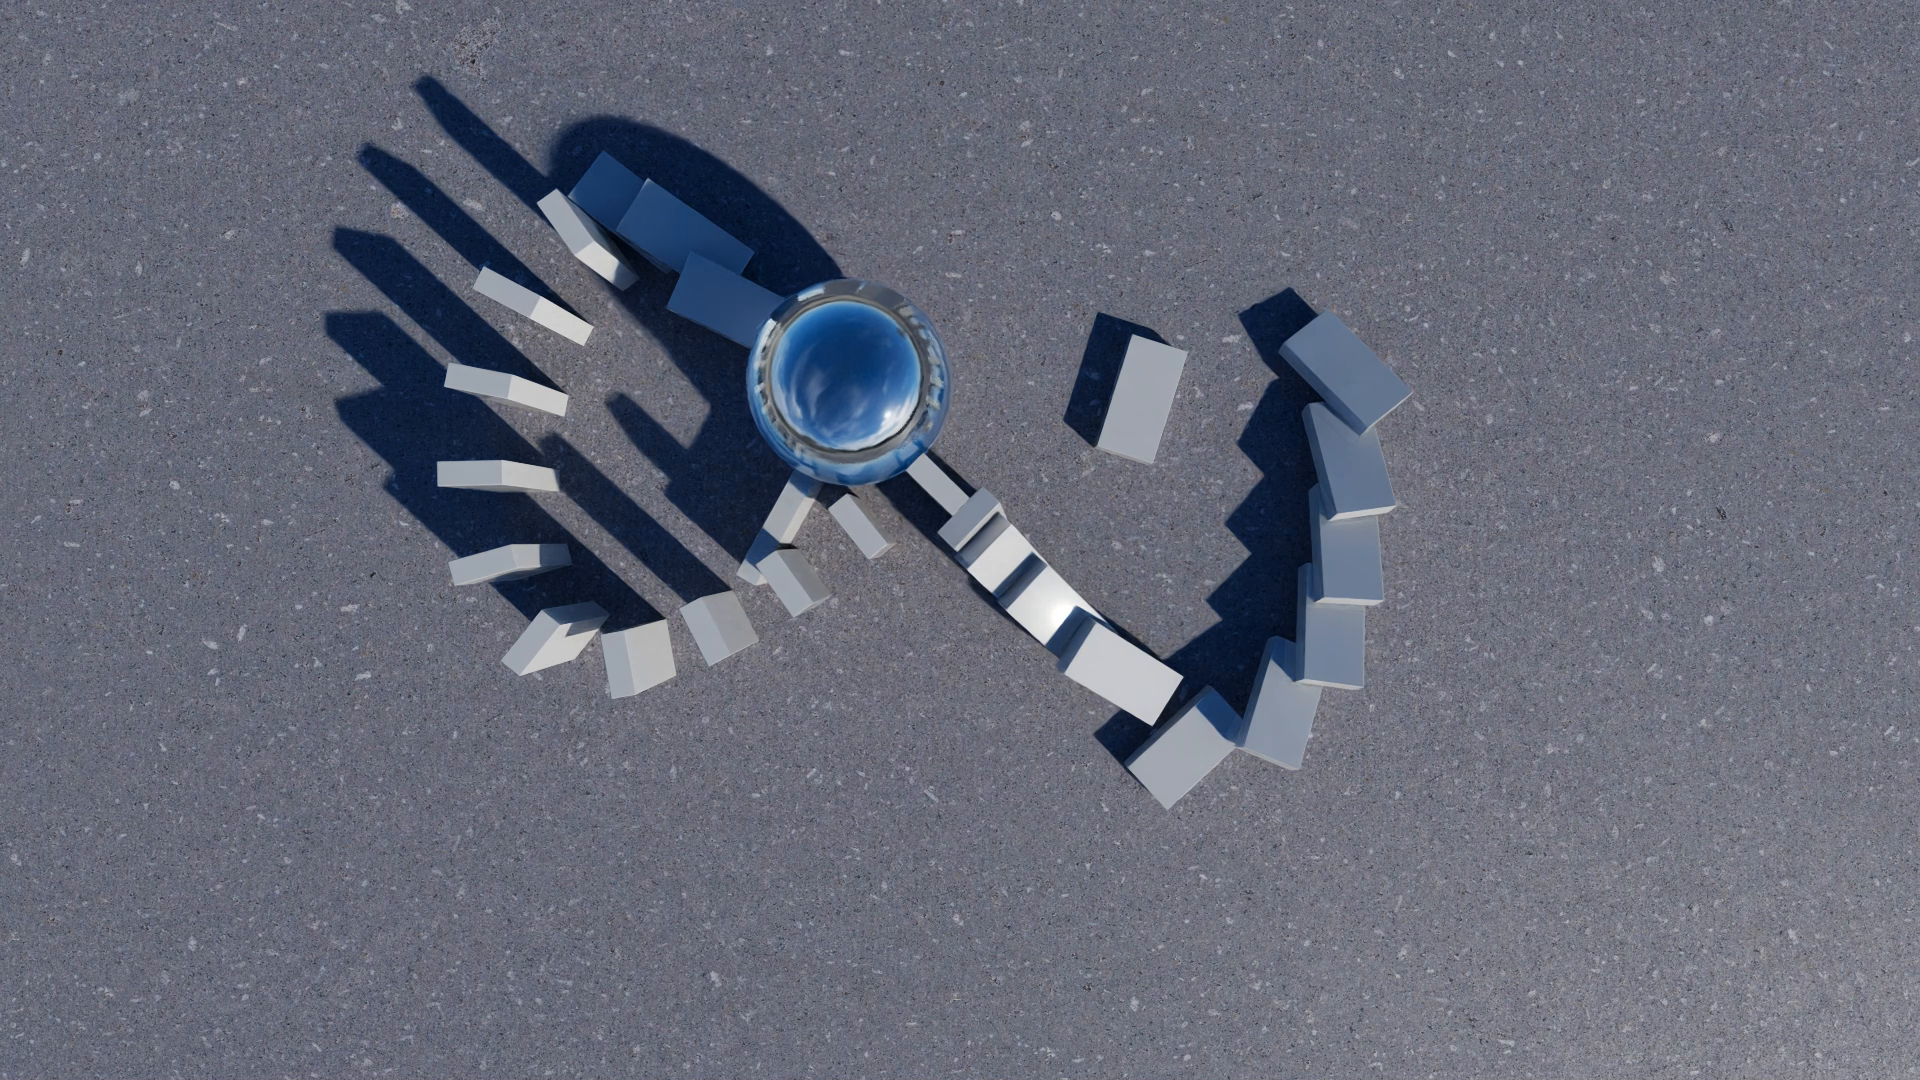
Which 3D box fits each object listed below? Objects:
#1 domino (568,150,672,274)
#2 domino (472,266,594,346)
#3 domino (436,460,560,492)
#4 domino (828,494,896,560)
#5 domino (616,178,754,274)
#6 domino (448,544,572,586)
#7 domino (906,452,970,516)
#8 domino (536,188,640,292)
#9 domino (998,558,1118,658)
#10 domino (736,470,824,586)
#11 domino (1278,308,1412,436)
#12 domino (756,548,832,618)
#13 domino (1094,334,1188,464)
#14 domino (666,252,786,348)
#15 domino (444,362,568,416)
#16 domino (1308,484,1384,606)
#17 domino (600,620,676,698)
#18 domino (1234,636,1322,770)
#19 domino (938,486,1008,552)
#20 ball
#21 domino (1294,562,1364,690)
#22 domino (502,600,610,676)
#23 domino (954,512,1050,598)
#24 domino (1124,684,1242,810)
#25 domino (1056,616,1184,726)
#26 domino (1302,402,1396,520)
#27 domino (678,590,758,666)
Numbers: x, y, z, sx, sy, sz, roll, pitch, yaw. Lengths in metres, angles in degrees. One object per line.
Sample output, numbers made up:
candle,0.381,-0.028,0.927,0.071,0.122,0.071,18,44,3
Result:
domino,-0.140,-0.141,0.395,0.050,0.010,0.025,38,90,0
domino,-0.173,-0.095,0.375,0.025,0.050,0.010,28,90,0
domino,-0.187,-0.026,0.375,0.025,0.050,0.010,-1,90,0
domino,-0.039,-0.005,0.375,0.010,0.050,0.025,-39,90,0
domino,-0.115,-0.126,0.387,0.050,0.009,0.025,32,92,-19
domino,-0.182,0.010,0.375,0.025,0.050,0.009,-16,90,0
domino,-0.008,-0.021,0.375,0.025,0.050,0.009,44,90,0
domino,-0.151,-0.121,0.375,0.010,0.050,0.025,-36,90,0
domino,0.041,0.033,0.384,0.025,0.010,0.050,-47,118,0
domino,-0.076,-0.005,0.388,0.010,0.025,0.050,29,90,0
domino,0.163,-0.071,0.388,0.025,0.010,0.050,-38,76,-5
domino,-0.067,0.017,0.375,0.009,0.050,0.025,-36,90,0
domino,0.078,-0.060,0.395,0.025,0.010,0.050,17,90,0
domino,-0.095,-0.098,0.387,0.050,0.009,0.025,24,90,-19
domino,-0.184,-0.061,0.375,0.025,0.050,0.010,11,90,0
domino,0.163,0.002,0.389,0.025,0.009,0.050,3,74,0
domino,-0.131,0.048,0.375,0.010,0.050,0.025,-10,90,0
domino,0.137,0.069,0.389,0.025,0.010,0.050,22,75,0
domino,0.006,-0.006,0.375,0.010,0.050,0.025,44,90,8
ball,-0.043,-0.061,0.360,0.080,0.080,0.080,0,90,0
domino,0.157,0.036,0.389,0.025,0.009,0.050,8,74,0
domino,-0.164,0.039,0.375,0.010,0.050,0.025,39,90,0
domino,0.021,0.012,0.378,0.025,0.050,0.010,-46,48,0
domino,0.098,0.089,0.395,0.050,0.009,0.025,-43,90,0
domino,0.068,0.056,0.387,0.050,0.010,0.025,32,90,-20
domino,0.164,-0.035,0.389,0.025,0.009,0.050,-8,74,0
domino,-0.098,0.035,0.375,0.009,0.050,0.025,-27,90,0
